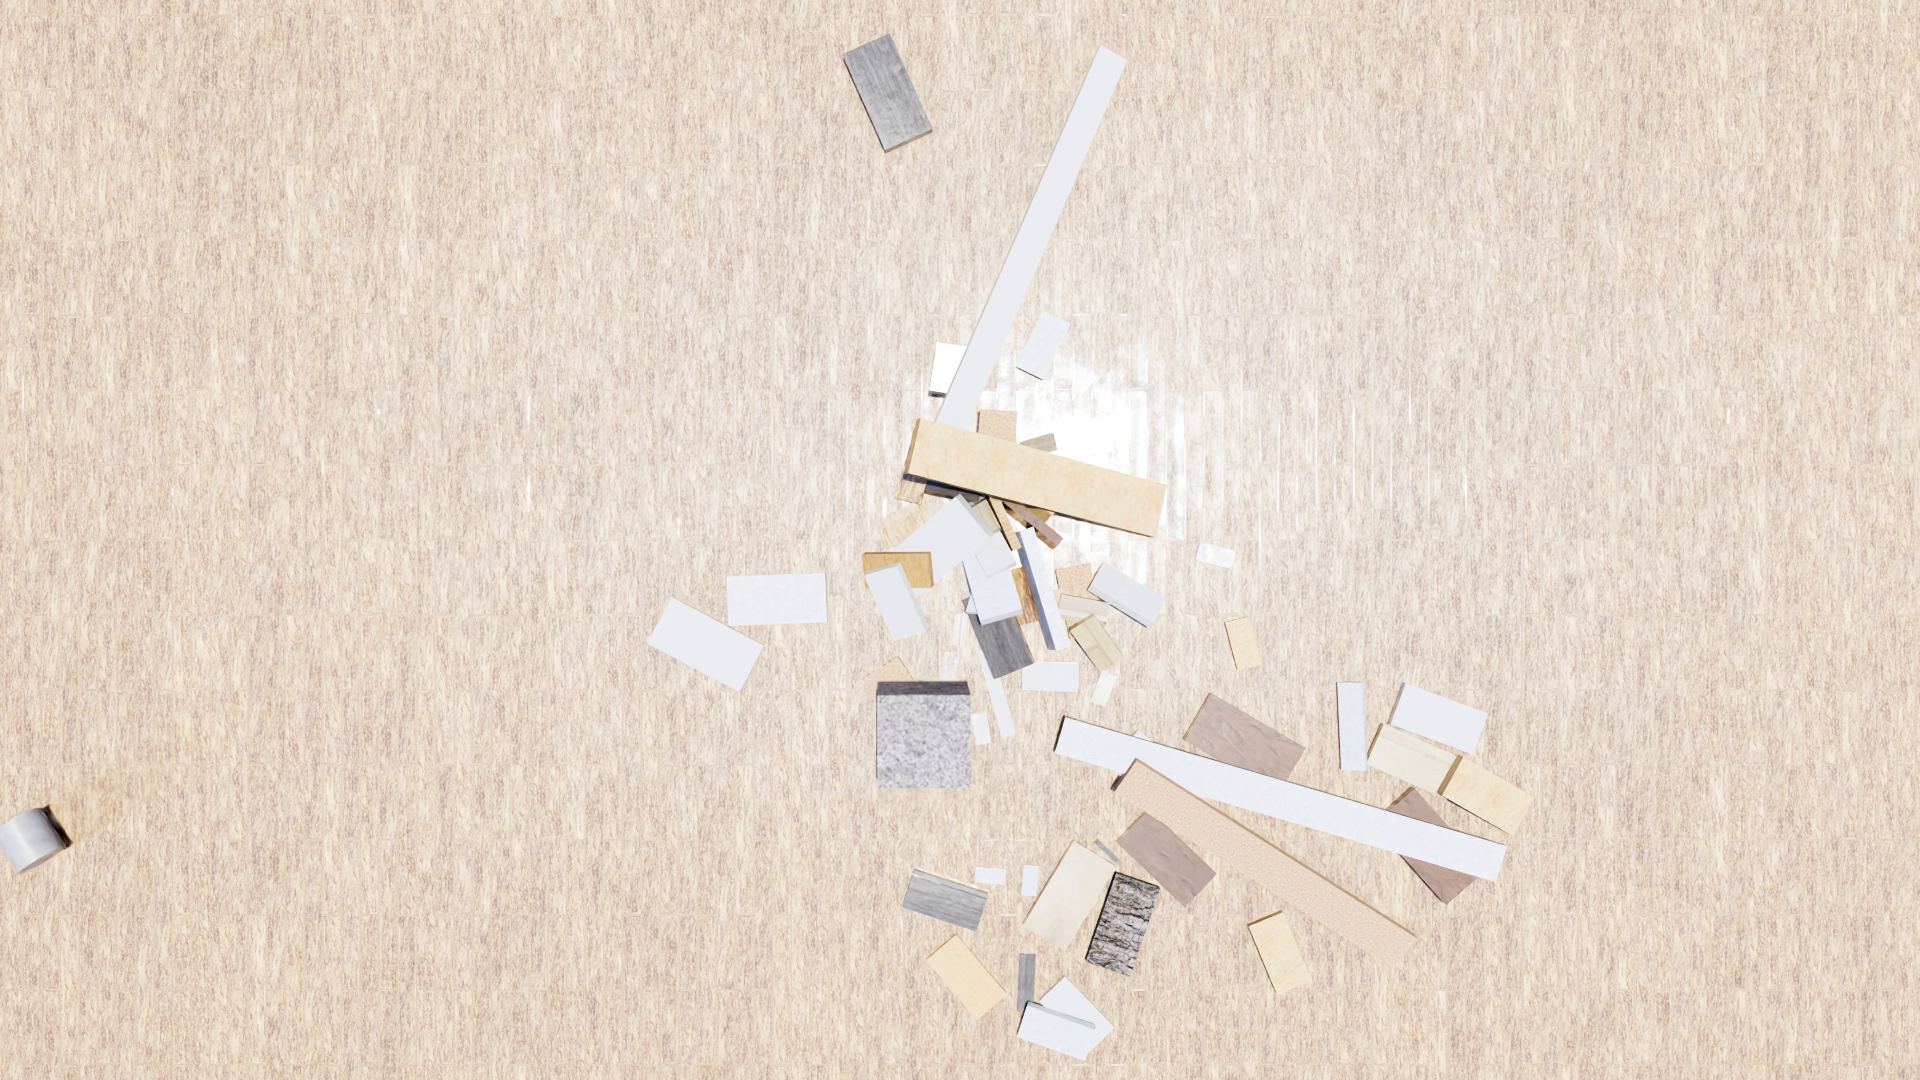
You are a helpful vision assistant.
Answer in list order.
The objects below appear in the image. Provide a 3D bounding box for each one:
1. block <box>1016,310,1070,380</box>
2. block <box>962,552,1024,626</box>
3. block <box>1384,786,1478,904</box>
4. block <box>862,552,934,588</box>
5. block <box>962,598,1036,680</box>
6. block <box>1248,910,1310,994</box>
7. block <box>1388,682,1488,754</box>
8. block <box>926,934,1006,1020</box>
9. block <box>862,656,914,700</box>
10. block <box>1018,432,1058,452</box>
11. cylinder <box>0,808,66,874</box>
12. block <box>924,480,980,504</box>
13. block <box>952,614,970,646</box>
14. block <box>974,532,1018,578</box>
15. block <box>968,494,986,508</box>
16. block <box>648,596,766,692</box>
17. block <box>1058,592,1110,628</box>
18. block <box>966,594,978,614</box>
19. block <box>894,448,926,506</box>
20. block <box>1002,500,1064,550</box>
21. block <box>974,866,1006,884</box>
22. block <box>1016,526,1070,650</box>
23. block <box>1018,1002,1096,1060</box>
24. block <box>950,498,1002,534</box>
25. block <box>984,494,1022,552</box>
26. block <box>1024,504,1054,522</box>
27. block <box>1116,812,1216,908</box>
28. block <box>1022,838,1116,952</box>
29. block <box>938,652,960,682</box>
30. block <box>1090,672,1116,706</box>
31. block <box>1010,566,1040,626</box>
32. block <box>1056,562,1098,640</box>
[{"bbox_3d":[0.276,-0.647,5.485,0.103,0.029,0.206,26,90,0],"label":"block"},{"bbox_3d":[0.101,0.129,5.416,0.142,0.040,0.284,-16,62,0],"label":"block"},{"bbox_3d":[1.555,1.014,5.475,0.179,0.051,0.358,-42,90,0],"label":"block"},{"bbox_3d":[-0.204,0.099,5.429,0.231,0.033,0.116,-1,104,18],"label":"block"},{"bbox_3d":[0.128,0.302,5.454,0.142,0.040,0.284,-23,86,13],"label":"block"},{"bbox_3d":[1.061,1.370,5.483,0.123,0.035,0.246,-23,90,0],"label":"block"},{"bbox_3d":[1.587,0.592,5.479,0.290,0.041,0.145,20,90,0],"label":"block"},{"bbox_3d":[0.022,1.449,5.482,0.130,0.037,0.259,-40,90,0],"label":"block"},{"bbox_3d":[-0.189,0.543,5.480,0.142,0.040,0.283,-33,90,0],"label":"block"},{"bbox_3d":[0.259,-0.311,5.465,0.122,0.017,0.061,-16,86,24],"label":"block"},{"bbox_3d":[-3.059,0.986,5.423,0.154,0.154,0.154,-32,90,0],"label":"cylinder"},{"bbox_3d":[-0.019,-0.183,5.428,0.181,0.026,0.090,12,74,13],"label":"block"},{"bbox_3d":[0.004,0.300,5.493,0.052,0.015,0.104,5,90,0],"label":"block"},{"bbox_3d":[0.094,0.014,5.434,0.107,0.030,0.214,-26,62,-3],"label":"block"},{"bbox_3d":[0.003,-0.188,5.453,0.090,0.026,0.181,-30,70,-1],"label":"block"},{"bbox_3d":[-0.841,0.346,5.476,0.345,0.049,0.172,28,90,0],"label":"block"},{"bbox_3d":[0.406,0.232,5.442,0.165,0.023,0.082,10,100,-4],"label":"block"},{"bbox_3d":[0.058,0.194,5.428,0.052,0.015,0.104,3,62,28],"label":"block"},{"bbox_3d":[-0.148,-0.215,5.471,0.090,0.026,0.181,16,83,6],"label":"block"},{"bbox_3d":[0.232,-0.060,5.439,0.236,0.118,0.033,39,81,0],"label":"block"},{"bbox_3d":[0.101,1.117,5.493,0.101,0.014,0.050,4,90,0],"label":"block"},{"bbox_3d":[0.264,0.161,5.416,0.046,0.163,0.405,-17,90,-8],"label":"block"},{"bbox_3d":[0.320,1.625,5.456,0.236,0.033,0.118,18,103,7],"label":"block"},{"bbox_3d":[0.042,-0.103,5.448,0.107,0.030,0.214,-27,70,0],"label":"block"},{"bbox_3d":[0.137,-0.065,5.445,0.030,0.107,0.214,-24,90,-8],"label":"block"},{"bbox_3d":[0.188,-0.160,5.439,0.274,0.118,0.033,38,67,0],"label":"block"},{"bbox_3d":[0.686,1.053,5.478,0.310,0.044,0.155,44,90,0],"label":"block"},{"bbox_3d":[0.362,1.178,5.477,0.163,0.046,0.326,31,90,0],"label":"block"},{"bbox_3d":[-0.036,0.426,5.493,0.052,0.015,0.104,14,90,0],"label":"block"},{"bbox_3d":[0.477,0.495,5.492,0.054,0.015,0.107,21,90,0],"label":"block"},{"bbox_3d":[0.191,0.188,5.467,0.094,0.027,0.187,-16,90,27],"label":"block"},{"bbox_3d":[0.399,0.203,5.483,0.118,0.033,0.236,-12,90,0],"label":"block"}]
